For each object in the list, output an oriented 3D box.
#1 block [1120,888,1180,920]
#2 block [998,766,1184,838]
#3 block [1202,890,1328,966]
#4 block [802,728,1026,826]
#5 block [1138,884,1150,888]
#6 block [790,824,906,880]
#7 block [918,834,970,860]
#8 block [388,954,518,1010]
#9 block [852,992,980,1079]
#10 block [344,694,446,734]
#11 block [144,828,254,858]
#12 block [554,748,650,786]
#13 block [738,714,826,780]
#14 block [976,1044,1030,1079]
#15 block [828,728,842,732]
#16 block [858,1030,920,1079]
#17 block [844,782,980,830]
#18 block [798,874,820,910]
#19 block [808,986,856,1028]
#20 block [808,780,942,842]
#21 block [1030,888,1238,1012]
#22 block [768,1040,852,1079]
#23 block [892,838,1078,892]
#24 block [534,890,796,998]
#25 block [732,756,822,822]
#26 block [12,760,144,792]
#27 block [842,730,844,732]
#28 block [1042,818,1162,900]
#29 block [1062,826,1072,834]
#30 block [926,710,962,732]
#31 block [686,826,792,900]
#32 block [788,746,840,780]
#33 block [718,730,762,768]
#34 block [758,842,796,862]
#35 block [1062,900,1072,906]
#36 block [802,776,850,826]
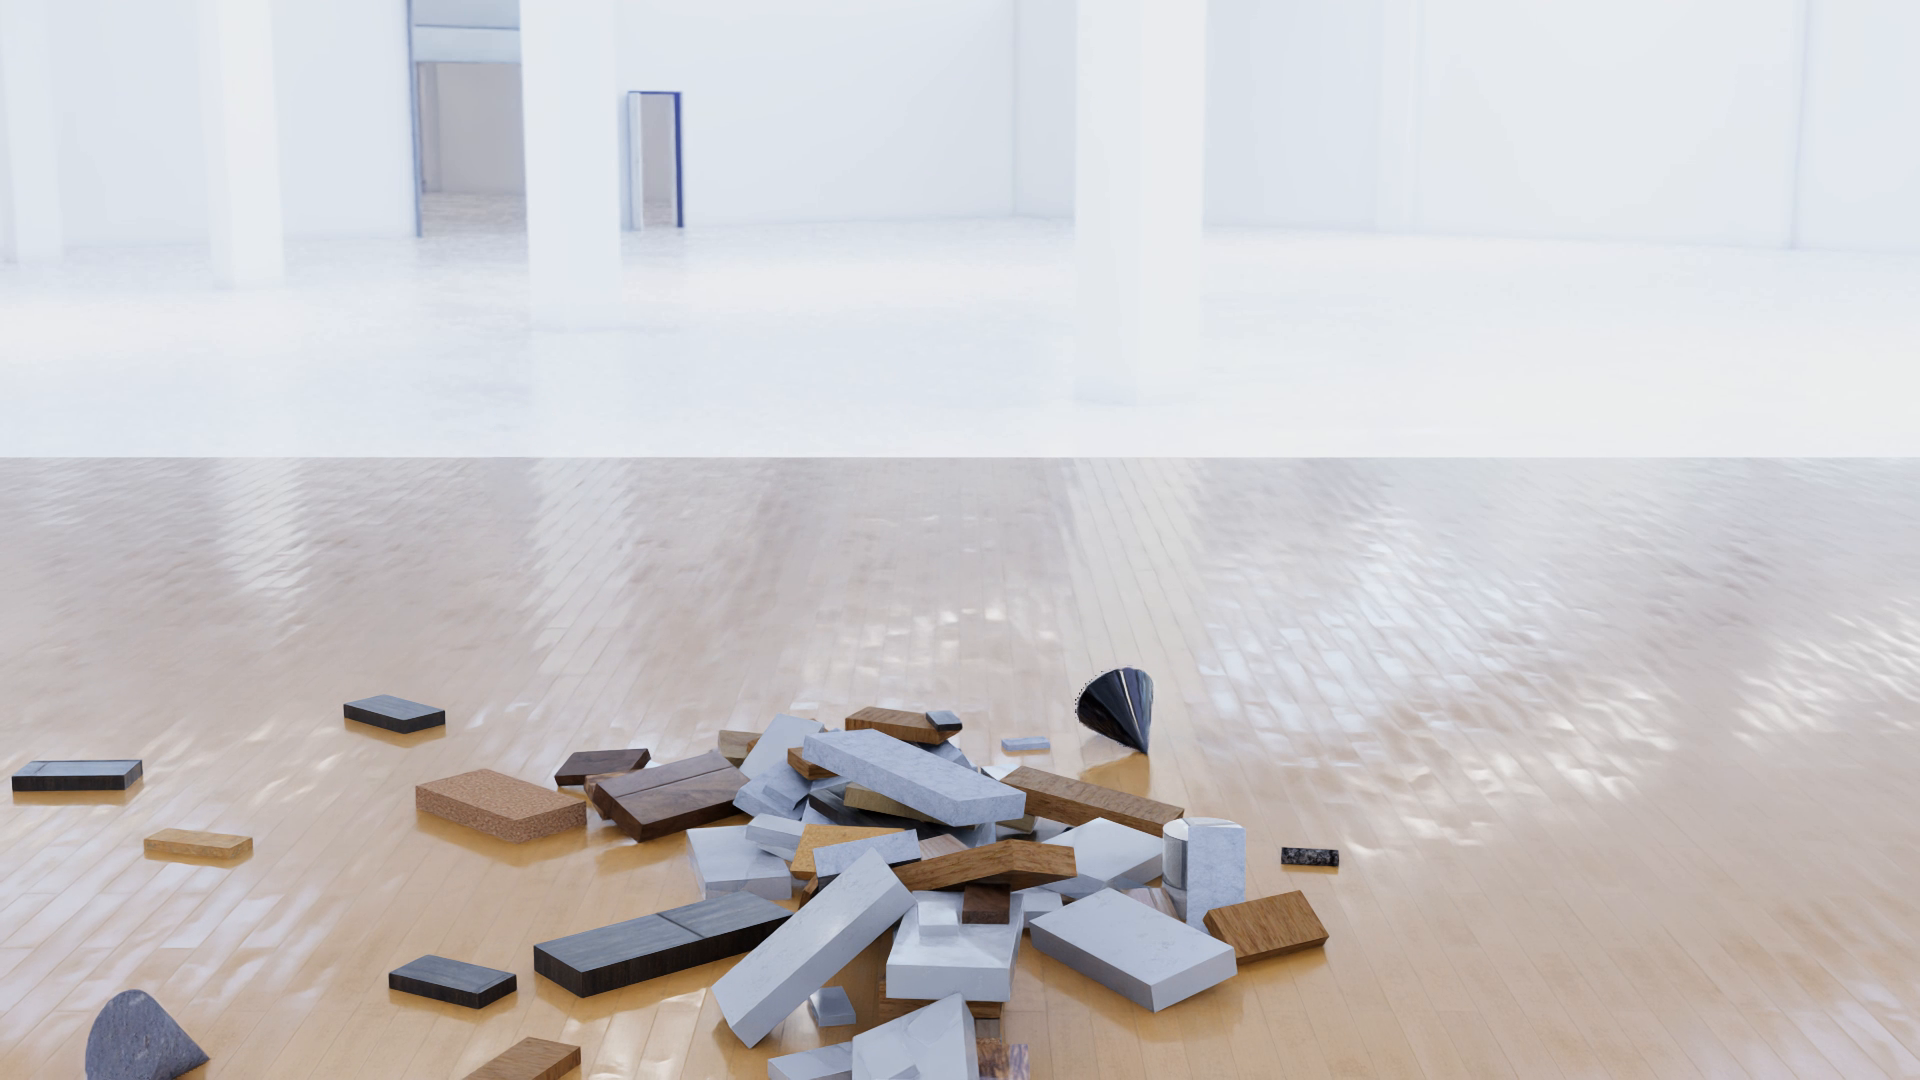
[{"bbox_3d":[0.305,0.600,3.503,0.075,0.021,0.150,-1,19,-7],"label":"block"},{"bbox_3d":[0.234,0.479,3.957,0.313,0.044,0.157,13,8,15],"label":"block"},{"bbox_3d":[0.474,0.601,3.407,0.181,0.026,0.090,-6,48,-30],"label":"block"},{"bbox_3d":[-0.085,0.409,3.827,0.157,0.044,0.417,-1,12,-42],"label":"block"},{"bbox_3d":[0.266,0.592,3.607,0.130,0.018,0.065,-10,14,-43],"label":"block"},{"bbox_3d":[-0.183,0.520,3.642,0.183,0.026,0.091,-1,50,24],"label":"block"},{"bbox_3d":[-0.015,0.525,3.527,0.095,0.027,0.190,-11,17,-26],"label":"block"},{"bbox_3d":[-0.752,0.654,3.259,0.171,0.024,0.086,6,12,28],"label":"block"},{"bbox_3d":[-0.051,0.703,2.650,0.154,0.044,0.465,-24,16,5],"label":"block"},{"bbox_3d":[-1.221,0.375,4.744,0.214,0.030,0.107,9,14,39],"label":"block"},{"bbox_3d":[-1.351,0.537,3.900,0.178,0.019,0.067,3,11,17],"label":"block"},{"bbox_3d":[-0.693,0.441,4.266,0.169,0.024,0.085,-5,26,23],"label":"block"},{"bbox_3d":[-0.350,0.418,4.270,0.101,0.029,0.206,10,37,18],"label":"block"},{"bbox_3d":[0.044,0.706,2.694,0.090,0.026,0.292,0,18,-1],"label":"block"},{"bbox_3d":[-0.262,0.404,4.364,0.046,0.013,0.092,35,37,29],"label":"block"},{"bbox_3d":[-0.089,0.654,2.754,0.053,0.015,0.106,-28,16,-9],"label":"block"},{"bbox_3d":[-0.072,0.452,3.817,0.234,0.033,0.117,9,9,13],"label":"block"},{"bbox_3d":[-0.237,0.568,3.502,0.014,0.099,0.050,30,50,11],"label":"block"},{"bbox_3d":[-0.186,0.674,3.177,0.053,0.015,0.106,-3,11,-13],"label":"block"},{"bbox_3d":[-0.104,0.501,3.733,0.091,0.026,0.487,-12,18,-29],"label":"block"},{"bbox_3d":[0.258,0.617,3.333,0.156,0.044,0.311,-18,18,-29],"label":"block"},{"bbox_3d":[-0.163,0.709,2.962,0.171,0.024,0.085,-6,12,-29],"label":"block"},{"bbox_3d":[0.000,0.500,3.250,0.311,0.044,0.156,-19,-22,34],"label":"block"},{"bbox_3d":[-0.451,0.620,3.396,0.386,0.040,0.143,-9,14,-39],"label":"block"},{"bbox_3d":[-0.315,0.471,4.080,0.121,0.034,0.242,29,18,12],"label":"block"},{"bbox_3d":[-1.721,0.459,4.291,0.214,0.030,0.107,0,11,-2],"label":"block"},{"bbox_3d":[-0.239,0.407,4.462,0.046,0.013,0.092,4,11,25],"label":"block"},{"bbox_3d":[0.233,0.535,3.672,0.154,0.044,0.308,16,11,26],"label":"block"},{"bbox_3d":[0.205,0.546,3.834,0.095,0.027,0.190,4,11,19],"label":"block"},{"bbox_3d":[-0.031,0.351,4.271,0.049,0.014,0.099,-2,11,-14],"label":"block"},{"bbox_3d":[-0.381,0.552,3.760,0.143,0.040,0.285,-2,11,-13],"label":"block"},{"bbox_3d":[-0.210,0.408,4.115,0.202,0.029,0.101,-4,15,-26],"label":"block"},{"bbox_3d":[-0.394,0.420,4.365,0.169,0.024,0.085,7,32,-14],"label":"block"},{"bbox_3d":[-0.274,0.530,3.745,0.133,0.019,0.067,16,10,39],"label":"block"},{"bbox_3d":[0.132,0.601,3.557,0.130,0.018,0.065,2,11,11],"label":"block"},{"bbox_3d":[-0.216,0.490,3.942,0.121,0.034,0.242,-10,19,8],"label":"block"}]
